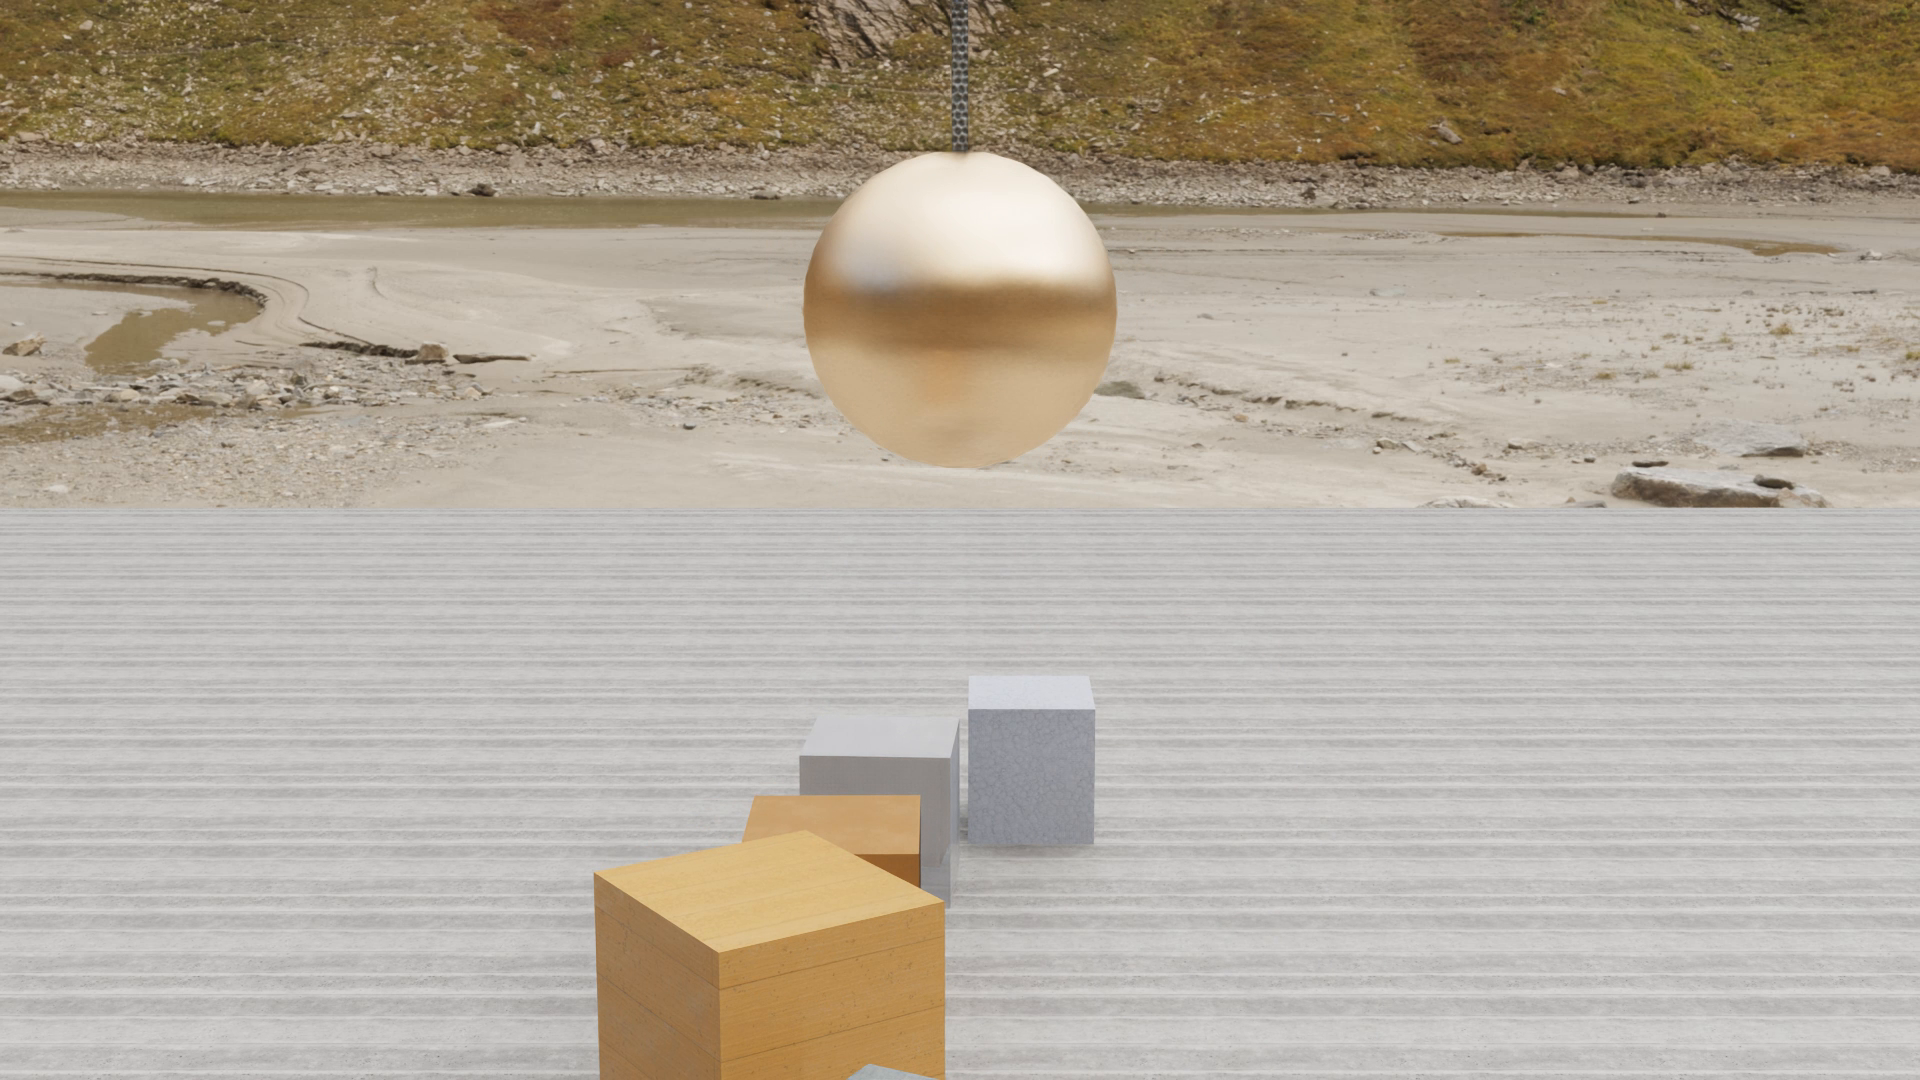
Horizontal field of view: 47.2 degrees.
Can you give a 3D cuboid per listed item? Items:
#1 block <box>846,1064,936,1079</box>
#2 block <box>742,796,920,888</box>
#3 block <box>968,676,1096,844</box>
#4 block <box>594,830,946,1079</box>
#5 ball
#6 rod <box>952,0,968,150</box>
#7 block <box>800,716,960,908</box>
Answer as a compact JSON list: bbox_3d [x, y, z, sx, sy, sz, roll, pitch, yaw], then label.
[{"bbox_3d":[-0.189,2.051,6.791,0.614,0.534,0.676,6,12,28],"label":"block"},{"bbox_3d":[-0.524,1.527,9.154,0.715,0.721,0.796,0,10,-1],"label":"block"},{"bbox_3d":[0.362,1.129,11.393,0.636,0.703,0.697,0,10,1],"label":"block"},{"bbox_3d":[-0.679,1.670,7.764,0.870,0.936,0.953,-7,12,-33],"label":"block"},{"bbox_3d":[0.000,-1.166,11.157,1.600,1.600,1.600,0,10,0],"label":"ball"},{"bbox_3d":[0.000,-4.491,10.445,0.080,5.200,0.080,0,12,0],"label":"rod"},{"bbox_3d":[-0.370,1.284,10.484,0.695,0.723,0.713,1,10,3],"label":"block"}]
